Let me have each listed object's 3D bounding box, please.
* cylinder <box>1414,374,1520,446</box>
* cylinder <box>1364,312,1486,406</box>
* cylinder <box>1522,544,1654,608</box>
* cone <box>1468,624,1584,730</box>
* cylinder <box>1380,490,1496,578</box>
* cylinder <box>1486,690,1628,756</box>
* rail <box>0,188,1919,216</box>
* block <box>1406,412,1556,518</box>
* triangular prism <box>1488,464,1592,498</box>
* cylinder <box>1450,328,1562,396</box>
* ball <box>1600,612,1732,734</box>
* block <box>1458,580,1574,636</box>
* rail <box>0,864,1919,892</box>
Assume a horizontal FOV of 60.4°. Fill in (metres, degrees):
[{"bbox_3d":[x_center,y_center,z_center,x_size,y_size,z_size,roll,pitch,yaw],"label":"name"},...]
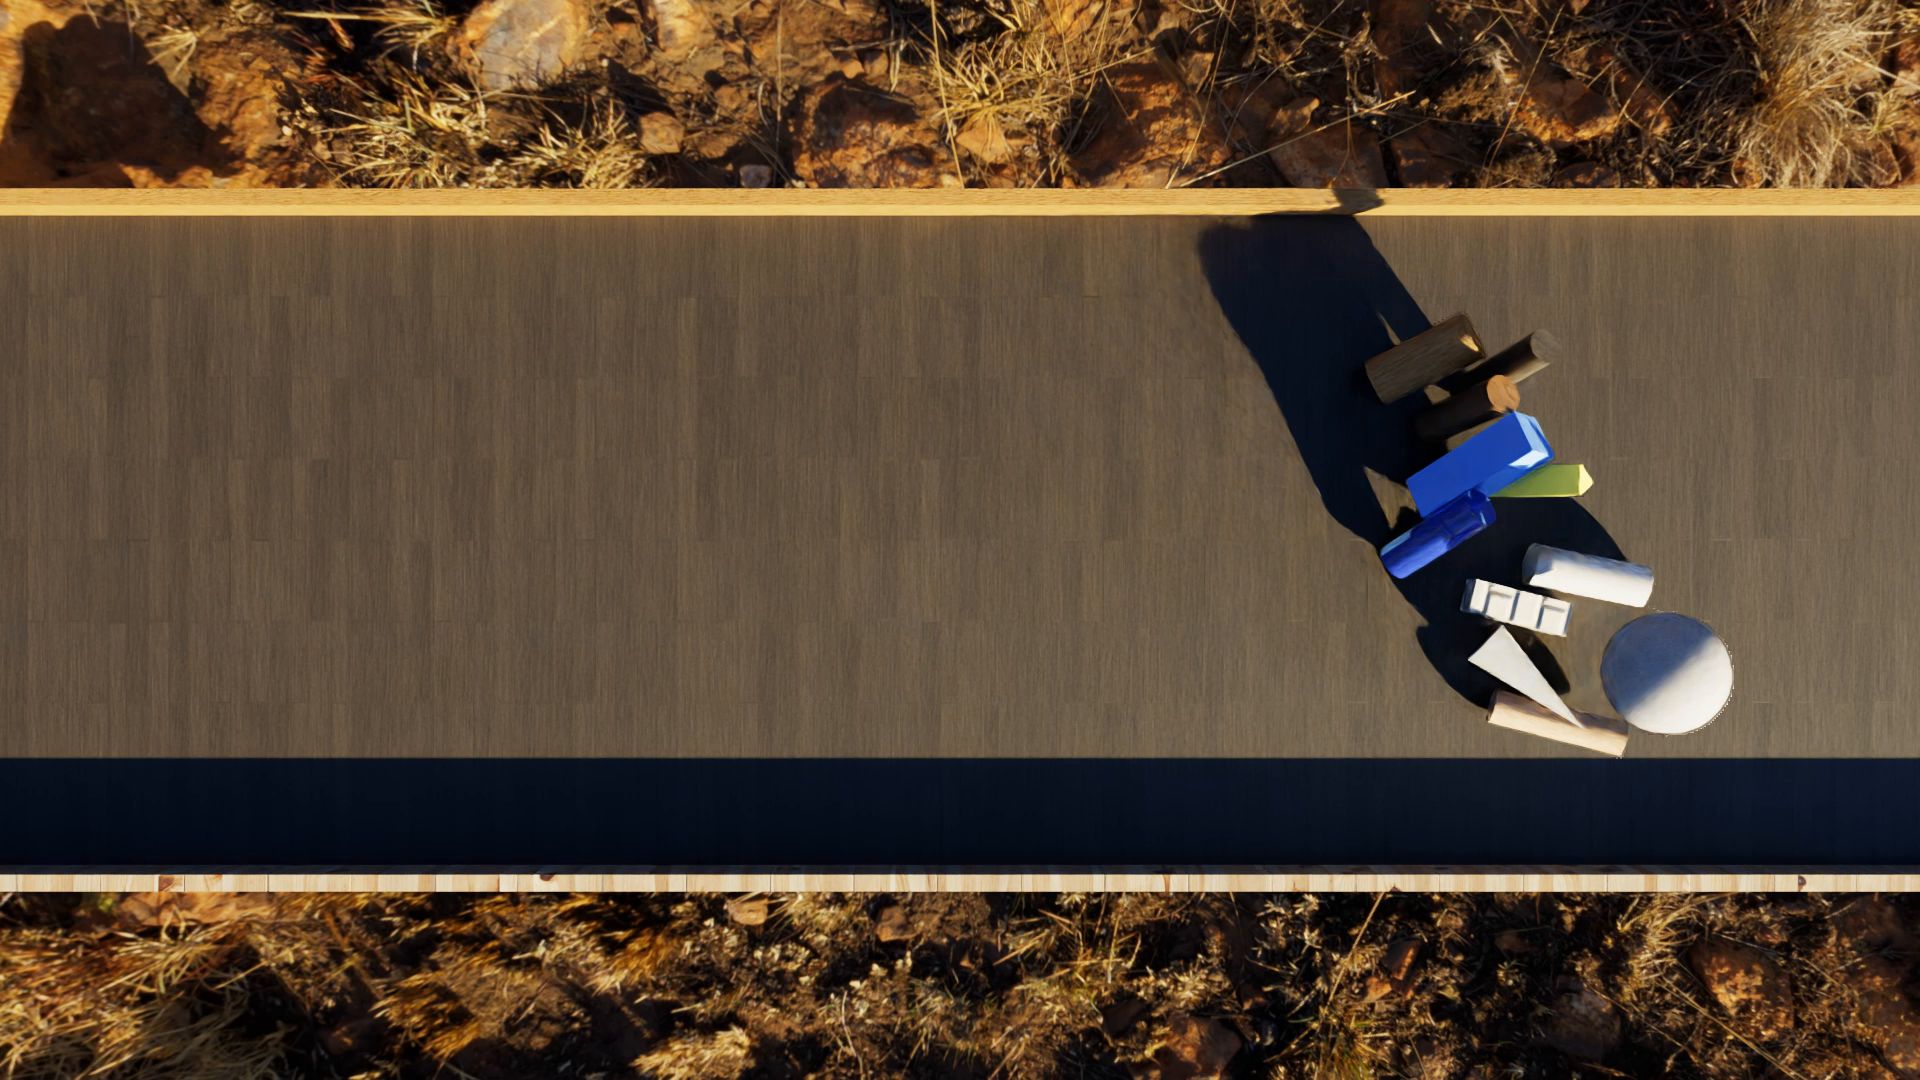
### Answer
[{"bbox_3d":[1.503,-0.384,4.906,0.117,0.324,0.117,6,74,-23],"label":"cylinder"},{"bbox_3d":[1.391,-0.541,4.940,0.316,0.150,0.150,-27,90,26],"label":"cylinder"},{"bbox_3d":[1.905,0.108,5.013,0.352,0.128,0.128,11,90,0],"label":"cylinder"},{"bbox_3d":[1.728,0.438,4.961,0.384,0.150,0.150,44,90,13],"label":"cone"},{"bbox_3d":[1.419,-0.015,4.909,0.115,0.353,0.115,18,54,-26],"label":"cylinder"},{"bbox_3d":[1.807,0.552,4.993,0.391,0.105,0.105,14,90,9],"label":"cylinder"},{"bbox_3d":[-2.247,-1.025,5.002,12.000,0.150,0.050,0,90,0],"label":"rail"},{"bbox_3d":[1.536,-0.211,4.884,0.392,0.133,0.133,-37,59,37],"label":"block"},{"bbox_3d":[1.650,-0.182,4.888,0.090,0.411,0.078,-32,111,-39],"label":"triangular prism"},{"bbox_3d":[1.600,-0.499,4.856,0.102,0.433,0.102,3,76,-14],"label":"cylinder"},{"bbox_3d":[1.990,0.376,4.653,0.342,0.342,0.342,0,90,0],"label":"ball"},{"bbox_3d":[1.693,0.206,5.024,0.300,0.101,0.101,14,89,0],"label":"block"},{"bbox_3d":[-2.247,1.025,5.001,12.000,0.150,0.050,0,90,0],"label":"rail"}]
